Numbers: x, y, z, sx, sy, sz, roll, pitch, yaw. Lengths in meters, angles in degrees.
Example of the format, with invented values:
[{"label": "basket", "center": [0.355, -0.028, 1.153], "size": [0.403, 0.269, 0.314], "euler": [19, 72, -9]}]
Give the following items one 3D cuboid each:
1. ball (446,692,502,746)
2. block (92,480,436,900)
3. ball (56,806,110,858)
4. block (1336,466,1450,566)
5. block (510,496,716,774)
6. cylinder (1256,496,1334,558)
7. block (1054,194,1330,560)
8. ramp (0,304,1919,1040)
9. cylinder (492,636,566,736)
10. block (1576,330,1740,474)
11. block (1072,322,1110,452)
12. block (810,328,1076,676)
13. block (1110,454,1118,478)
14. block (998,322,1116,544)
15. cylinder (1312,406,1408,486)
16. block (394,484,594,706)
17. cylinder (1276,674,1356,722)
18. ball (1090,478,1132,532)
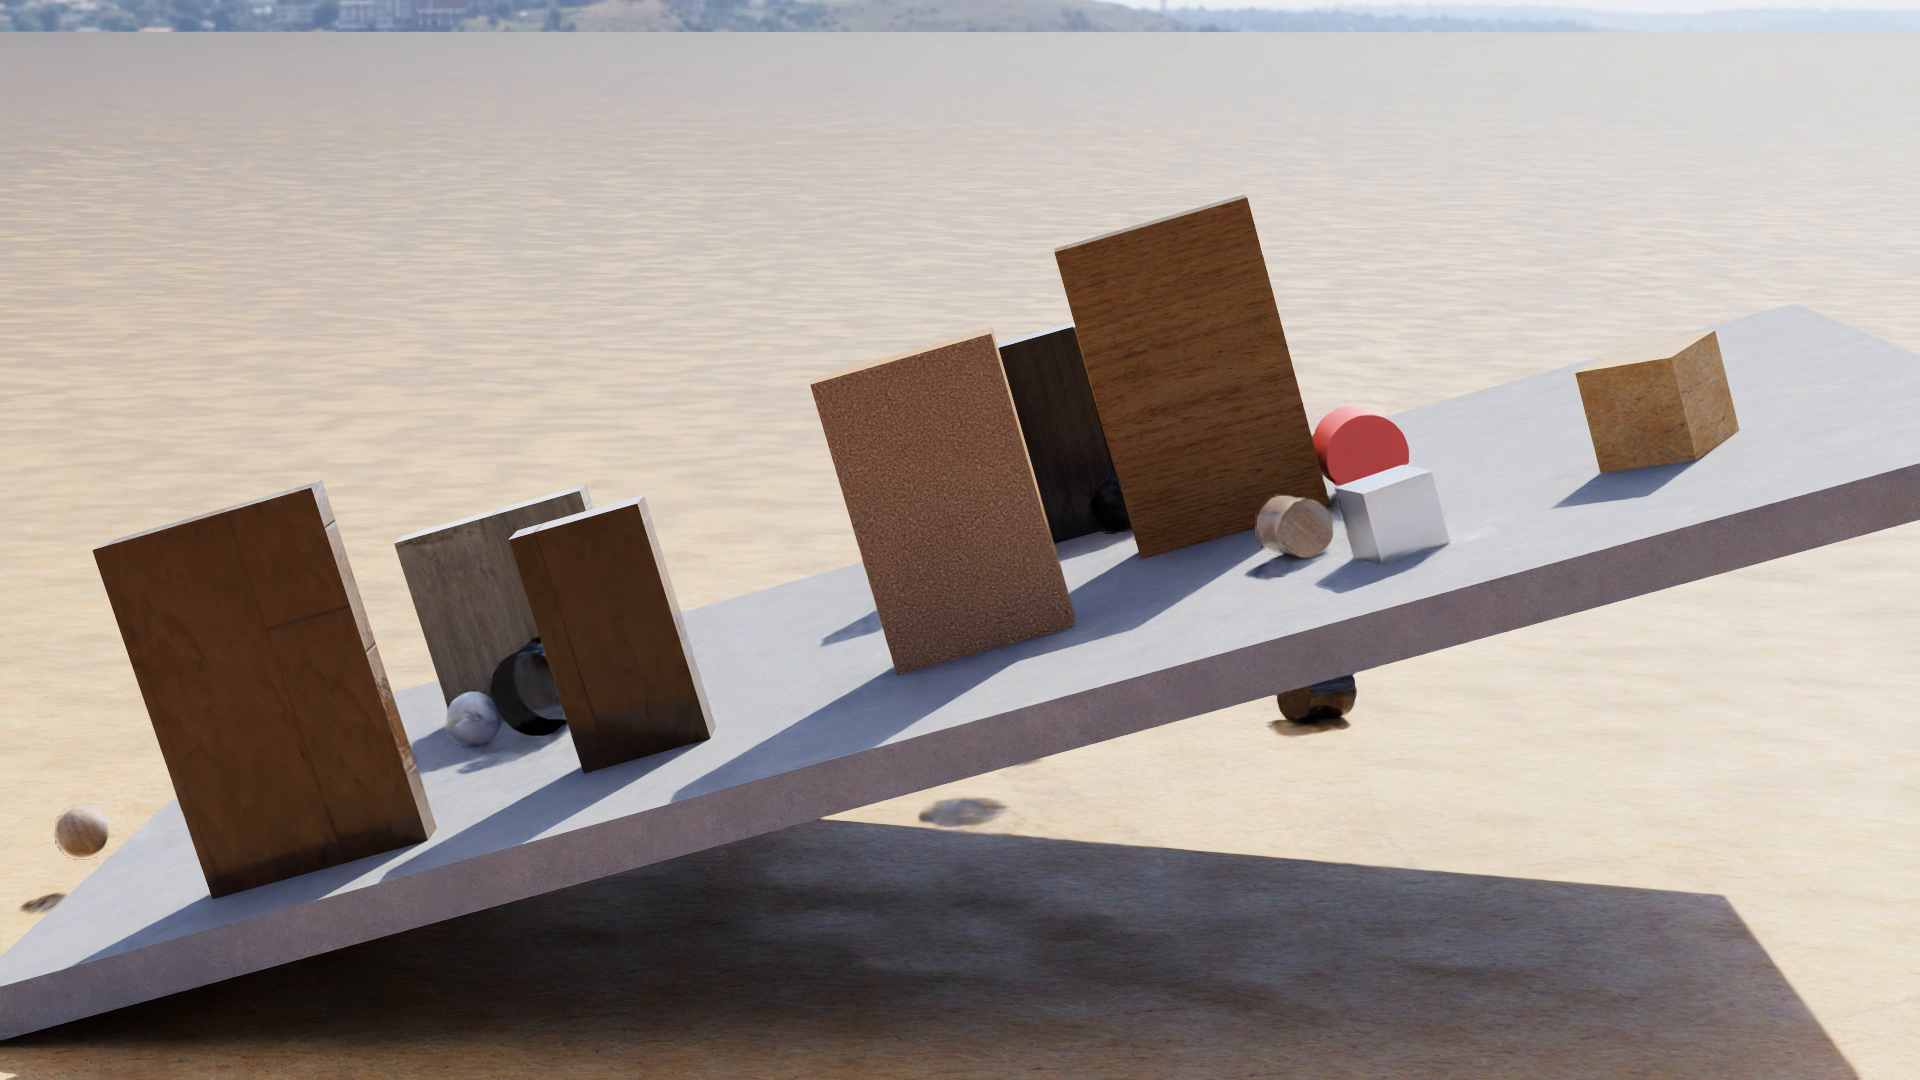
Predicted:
[{"label": "ball", "center": [-1.063, 0.391, 6.424], "size": [0.119, 0.119, 0.119], "euler": [0, 11, 0]}, {"label": "block", "center": [-1.332, 0.291, 5.655], "size": [0.441, 0.715, 0.085], "euler": [-16, 10, 5]}, {"label": "ball", "center": [-1.929, 0.641, 6.467], "size": [0.114, 0.114, 0.114], "euler": [0, 11, 0]}, {"label": "block", "center": [0.836, -0.048, 5.687], "size": [0.146, 0.146, 0.146], "euler": [-18, 10, -12]}, {"label": "block", "center": [-0.687, 0.187, 5.839], "size": [0.264, 0.492, 0.098], "euler": [-16, 10, 5]}, {"label": "cylinder", "center": [0.674, -0.027, 5.919], "size": [0.117, 0.117, 0.117], "euler": [-3, 6, -18]}, {"label": "block", "center": [0.499, -0.349, 6.318], "size": [0.423, 0.689, 0.096], "euler": [-16, 10, 5]}, {"label": "ramp", "center": [0.087, 0.188, 6.323], "size": [4.000, 0.100, 2.000], "euler": [-16, 10, 5]}, {"label": "cylinder", "center": [-0.893, 0.307, 6.406], "size": [0.190, 0.190, 0.190], "euler": [3, 15, 16]}, {"label": "block", "center": [1.391, -0.276, 5.864], "size": [0.210, 0.210, 0.210], "euler": [-8, 13, 41]}, {"label": "block", "center": [0.428, -0.324, 7.010], "size": [0.278, 0.451, 0.102], "euler": [-16, 10, 5]}, {"label": "block", "center": [-0.031, -0.077, 5.891], "size": [0.372, 0.611, 0.109], "euler": [-16, 10, 5]}, {"label": "block", "center": [0.457, -0.157, 6.888], "size": [0.159, 0.159, 0.159], "euler": [-14, 10, 11]}, {"label": "block", "center": [0.137, -0.219, 6.829], "size": [0.393, 0.475, 0.093], "euler": [-16, 10, 5]}, {"label": "cylinder", "center": [0.864, -0.192, 6.360], "size": [0.178, 0.178, 0.178], "euler": [-1, 9, -4]}, {"label": "block", "center": [-1.005, 0.150, 6.714], "size": [0.442, 0.445, 0.090], "euler": [-16, 10, 5]}, {"label": "cylinder", "center": [0.967, 0.410, 7.994], "size": [0.155, 0.155, 0.155], "euler": [-6, 12, -30]}, {"label": "ball", "center": [0.358, -0.081, 6.722], "size": [0.126, 0.126, 0.126], "euler": [0, 11, 0]}]
